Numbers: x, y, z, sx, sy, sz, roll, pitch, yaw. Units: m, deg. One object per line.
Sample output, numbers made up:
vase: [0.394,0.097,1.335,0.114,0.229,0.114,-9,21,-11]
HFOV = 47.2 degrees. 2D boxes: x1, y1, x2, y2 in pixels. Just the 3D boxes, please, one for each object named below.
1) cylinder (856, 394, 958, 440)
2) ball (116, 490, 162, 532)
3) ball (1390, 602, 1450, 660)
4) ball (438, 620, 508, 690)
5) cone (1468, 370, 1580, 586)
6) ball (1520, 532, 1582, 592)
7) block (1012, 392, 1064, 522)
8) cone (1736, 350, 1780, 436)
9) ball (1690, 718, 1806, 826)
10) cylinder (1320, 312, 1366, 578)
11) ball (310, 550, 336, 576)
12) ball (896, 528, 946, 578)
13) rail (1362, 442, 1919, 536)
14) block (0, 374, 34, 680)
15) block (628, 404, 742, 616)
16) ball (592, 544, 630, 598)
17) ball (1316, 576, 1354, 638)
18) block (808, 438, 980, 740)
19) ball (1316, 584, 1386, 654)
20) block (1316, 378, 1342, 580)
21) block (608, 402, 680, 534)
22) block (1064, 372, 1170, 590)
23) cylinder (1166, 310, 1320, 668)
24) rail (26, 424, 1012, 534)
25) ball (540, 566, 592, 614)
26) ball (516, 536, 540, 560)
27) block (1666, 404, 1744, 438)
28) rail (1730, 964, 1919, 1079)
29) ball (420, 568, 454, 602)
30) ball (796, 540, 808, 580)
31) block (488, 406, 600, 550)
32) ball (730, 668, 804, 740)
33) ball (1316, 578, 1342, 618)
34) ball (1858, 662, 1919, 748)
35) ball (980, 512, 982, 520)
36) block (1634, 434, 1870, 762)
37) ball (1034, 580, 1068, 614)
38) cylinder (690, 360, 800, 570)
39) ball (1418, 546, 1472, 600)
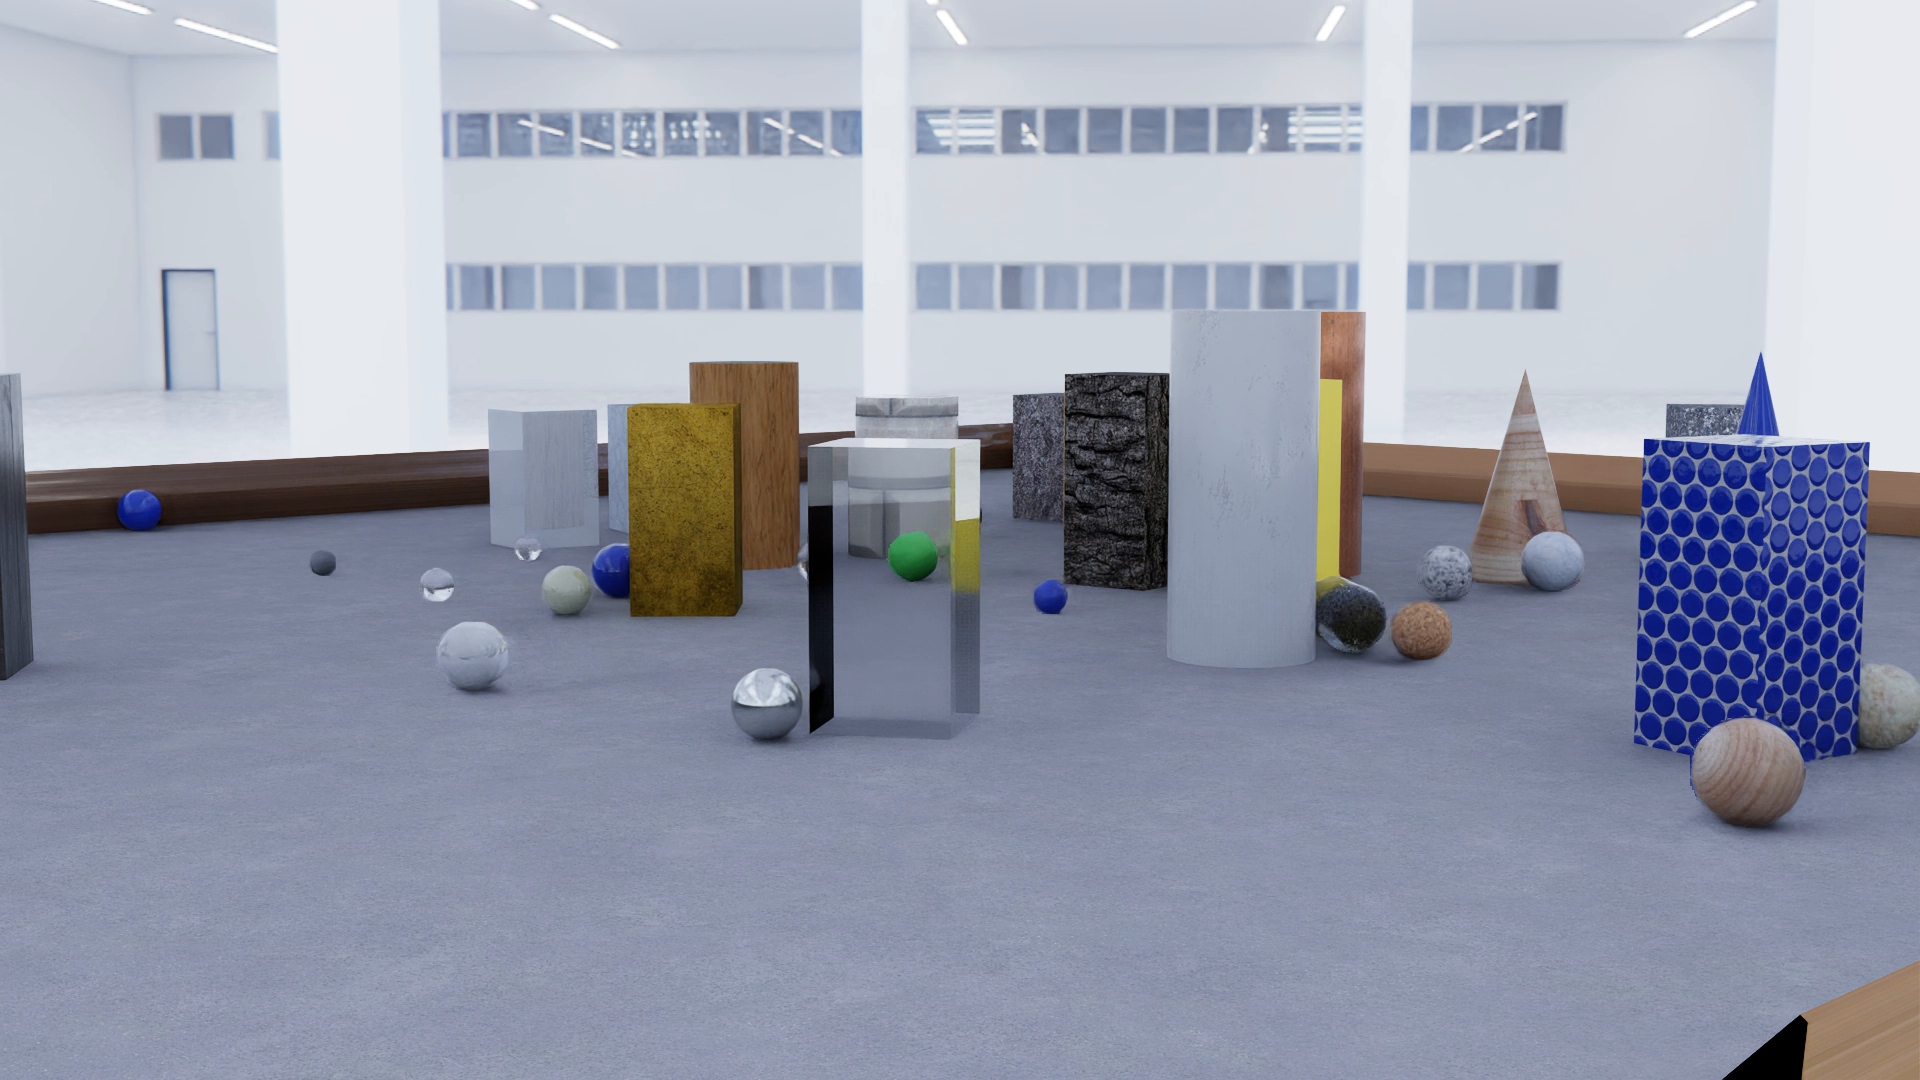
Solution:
cylinder: [-0.097,-0.122,4.032,0.189,0.284,0.189,0,6,0]
ball: [-1.640,-0.060,4.395,0.084,0.084,0.084,0,6,0]
ball: [0.583,0.115,2.782,0.074,0.074,0.074,0,6,0]
ball: [-0.568,0.135,2.567,0.081,0.081,0.081,0,6,0]
cone: [0.923,-0.108,3.606,0.189,0.346,0.189,0,6,0]
ball: [0.932,0.033,3.462,0.094,0.094,0.094,0,6,0]
block: [0.219,-0.177,4.662,0.151,0.261,0.151,5,8,41]
cone: [1.102,-0.070,3.046,0.189,0.387,0.189,0,6,0]
ball: [0.679,0.200,1.897,0.093,0.093,0.093,0,6,0]
cylinder: [0.582,-0.164,3.695,0.189,0.438,0.189,0,6,0]
ball: [-1.060,0.038,3.660,0.044,0.044,0.044,0,6,0]
ball: [-0.065,0.021,3.646,0.082,0.082,0.082,0,6,0]
rail: [1.476,-0.111,4.687,0.045,0.123,3.961,-6,8,-42]
block: [-1.232,-0.019,2.675,0.151,0.363,0.151,-1,6,-11]
block: [-0.403,-0.047,3.241,0.151,0.302,0.151,0,6,-1]
ball: [-0.526,0.047,3.391,0.083,0.083,0.083,0,6,0]
ball: [0.502,0.091,2.958,0.086,0.086,0.086,0,6,0]
block: [-0.068,0.047,2.345,0.151,0.302,0.151,1,6,12]
ball: [0.505,0.101,2.840,0.090,0.090,0.090,0,6,0]
block: [0.488,-0.085,3.442,0.151,0.333,0.151,-3,7,-27]
block: [-0.608,-0.145,4.411,0.151,0.251,0.151,-3,7,-28]
block: [0.273,-0.099,3.554,0.151,0.339,0.151,4,7,36]
cylinder: [0.359,-0.070,2.793,0.189,0.441,0.189,0,6,0]
rail: [-1.327,-0.119,4.762,4.065,0.123,0.045,-6,8,-42]
ball: [-0.573,0.073,3.197,0.072,0.072,0.072,0,6,0]
ball: [-0.762,0.015,3.877,0.045,0.045,0.045,0,6,0]
block: [1.336,-0.101,3.888,0.151,0.272,0.151,1,6,8]
rail: [1.327,0.183,1.902,4.065,0.123,0.045,-6,8,-42]
ball: [-0.793,0.069,3.332,0.052,0.052,0.052,0,6,0]
ball: [-0.222,0.033,3.537,0.080,0.080,0.080,0,6,0]
block: [-0.784,-0.119,4.138,0.151,0.255,0.151,-4,7,-36]
ball: [-0.199,0.169,2.270,0.075,0.075,0.075,0,6,0]
ball: [0.522,0.084,3.167,0.057,0.057,0.057,0,6,0]
ball: [0.932,0.168,2.228,0.087,0.087,0.087,0,6,0]
ball: [0.008,-0.048,4.350,0.070,0.070,0.070,0,6,0]
block: [0.795,0.056,2.214,0.151,0.313,0.151,-4,7,-30]
ball: [0.132,0.082,3.209,0.050,0.050,0.050,0,6,0]
cylinder: [-0.373,-0.133,3.820,0.189,0.350,0.189,0,6,0]
ball: [0.742,0.049,3.367,0.083,0.083,0.083,0,6,0]
